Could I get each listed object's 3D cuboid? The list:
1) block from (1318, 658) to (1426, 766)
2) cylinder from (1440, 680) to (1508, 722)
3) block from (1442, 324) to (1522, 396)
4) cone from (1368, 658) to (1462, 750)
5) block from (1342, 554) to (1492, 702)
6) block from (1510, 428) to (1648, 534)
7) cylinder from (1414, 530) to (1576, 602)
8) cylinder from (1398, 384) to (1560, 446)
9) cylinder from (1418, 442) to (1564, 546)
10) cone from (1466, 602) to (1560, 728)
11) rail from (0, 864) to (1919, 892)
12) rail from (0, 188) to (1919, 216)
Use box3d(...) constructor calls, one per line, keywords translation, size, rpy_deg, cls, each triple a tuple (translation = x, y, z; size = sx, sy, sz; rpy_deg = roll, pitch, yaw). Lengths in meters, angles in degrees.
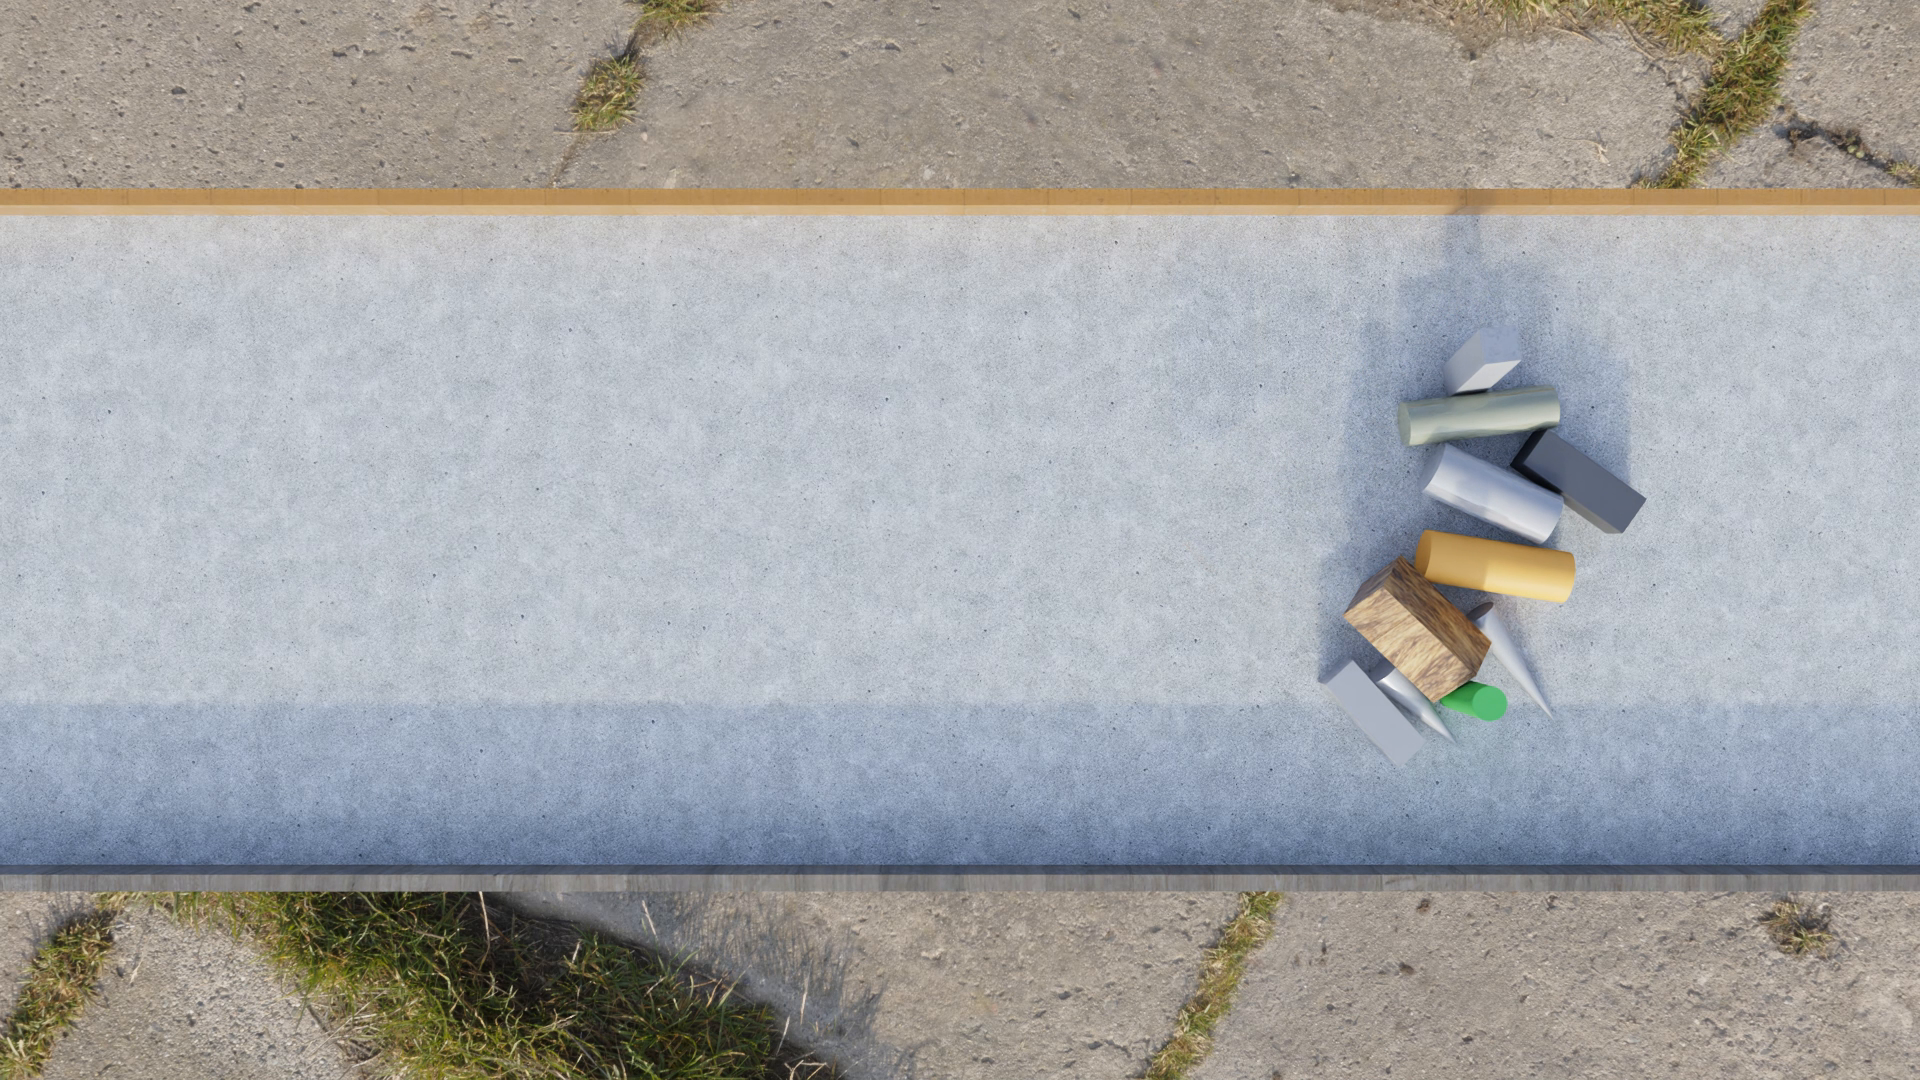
box3d(translation=(1.253, 0.523, 5.021), size=(0.111, 0.111, 0.334), rpy_deg=(-42, 90, 0), cls="block")
box3d(translation=(1.519, 0.469, 4.900), size=(0.101, 0.352, 0.101), rpy_deg=(0, 90, 0), cls="cylinder")
box3d(translation=(1.537, -0.521, 4.873), size=(0.104, 0.394, 0.104), rpy_deg=(-7, 80, 0), cls="block")
box3d(translation=(1.417, 0.517, 5.046), size=(0.122, 0.122, 0.365), rpy_deg=(-45, 99, 0), cls="cone")
box3d(translation=(1.372, 0.267, 4.949), size=(0.379, 0.180, 0.180), rpy_deg=(44, 45, 0), cls="block")
box3d(translation=(1.877, -0.177, 5.013), size=(0.365, 0.128, 0.128), rpy_deg=(35, 90, 0), cls="block")
box3d(translation=(1.619, 0.080, 4.998), size=(0.436, 0.157, 0.157), rpy_deg=(9, 90, 0), cls="cylinder")
box3d(translation=(1.573, -0.379, 5.009), size=(0.451, 0.136, 0.136), rpy_deg=(-7, 90, 0), cls="cylinder")
box3d(translation=(1.604, -0.141, 4.993), size=(0.389, 0.167, 0.167), rpy_deg=(24, 90, 0), cls="cylinder")
box3d(translation=(1.713, 0.398, 5.051), size=(0.102, 0.102, 0.448), rpy_deg=(-36, 97, 0), cls="cone")
box3d(translation=(-2.247, 1.025, 5.001), size=(12.000, 0.150, 0.050), rpy_deg=(0, 90, 0), cls="rail")
box3d(translation=(-2.247, -1.025, 5.002), size=(12.000, 0.150, 0.050), rpy_deg=(0, 90, 0), cls="rail")
